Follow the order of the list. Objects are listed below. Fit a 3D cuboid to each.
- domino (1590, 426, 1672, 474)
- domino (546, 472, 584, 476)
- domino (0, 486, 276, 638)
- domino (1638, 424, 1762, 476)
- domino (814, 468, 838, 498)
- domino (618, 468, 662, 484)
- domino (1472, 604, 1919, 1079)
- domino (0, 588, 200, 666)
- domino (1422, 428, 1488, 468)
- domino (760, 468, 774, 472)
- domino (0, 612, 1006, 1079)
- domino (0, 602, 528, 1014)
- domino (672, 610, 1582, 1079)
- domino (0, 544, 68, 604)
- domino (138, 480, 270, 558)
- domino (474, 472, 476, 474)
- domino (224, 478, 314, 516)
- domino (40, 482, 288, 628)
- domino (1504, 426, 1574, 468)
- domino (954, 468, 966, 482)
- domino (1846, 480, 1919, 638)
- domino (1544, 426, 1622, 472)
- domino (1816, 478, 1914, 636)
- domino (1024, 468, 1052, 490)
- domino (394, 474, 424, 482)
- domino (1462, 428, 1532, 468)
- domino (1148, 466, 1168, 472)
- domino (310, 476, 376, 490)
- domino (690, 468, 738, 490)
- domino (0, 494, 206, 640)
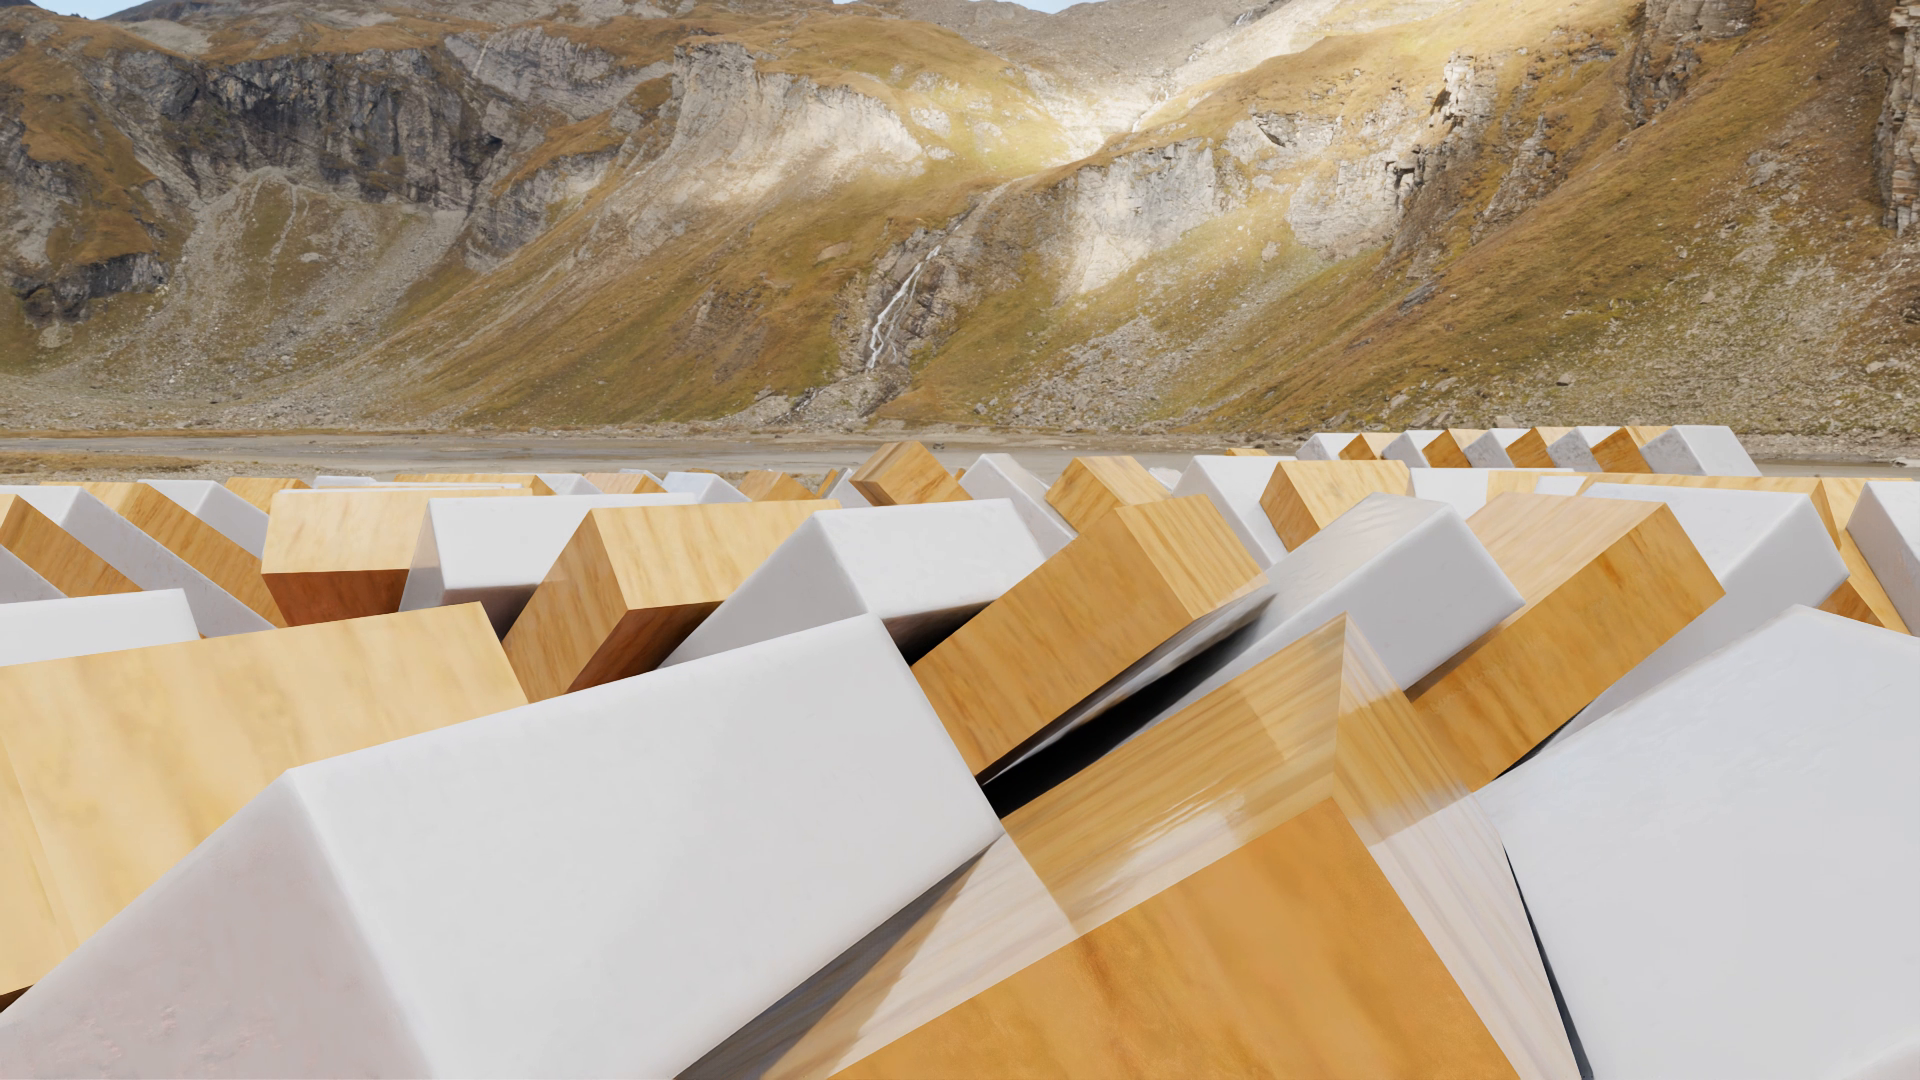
[{"bbox_3d":[0.166,-0.003,0.290,0.025,0.050,0.009,-3,-29,-35],"label":"domino"},{"bbox_3d":[-0.082,0.000,0.325,0.050,0.009,0.025,37,-18,-32],"label":"domino"},{"bbox_3d":[-0.141,0.008,0.214,0.025,0.009,0.050,1,-30,12],"label":"domino"},{"bbox_3d":[0.172,-0.002,0.280,0.025,0.050,0.010,-3,-29,-35],"label":"domino"},{"bbox_3d":[-0.018,-0.002,0.361,0.050,0.009,0.025,33,0,-8],"label":"domino"},{"bbox_3d":[-0.068,-0.001,0.337,0.050,0.010,0.025,36,-13,-26],"label":"domino"},{"bbox_3d":[0.012,0.021,0.041,0.050,0.009,0.025,-35,-2,11],"label":"domino"},{"bbox_3d":[-0.058,0.020,0.061,0.050,0.009,0.025,-37,-17,31],"label":"domino"},{"bbox_3d":[0.142,-0.005,0.331,0.025,0.050,0.009,-2,-31,-35],"label":"domino"},{"bbox_3d":[-0.035,-0.002,0.355,0.050,0.009,0.025,34,-4,-13],"label":"domino"},{"bbox_3d":[-0.025,0.021,0.046,0.050,0.009,0.025,-35,-10,23],"label":"domino"},{"bbox_3d":[-0.042,0.021,0.053,0.050,0.009,0.025,-36,-14,27],"label":"domino"},{"bbox_3d":[-0.007,0.021,0.042,0.050,0.009,0.025,-35,-6,17],"label":"domino"},{"bbox_3d":[-0.138,0.011,0.177,0.025,0.010,0.050,0,-29,-2],"label":"domino"},{"bbox_3d":[-0.134,0.006,0.251,0.025,0.009,0.050,2,-29,30],"label":"domino"},{"bbox_3d":[-0.095,0.001,0.312,0.025,0.009,0.050,5,-27,49],"label":"domino"},{"bbox_3d":[-0.126,0.005,0.267,0.025,0.009,0.050,3,-29,34],"label":"domino"},{"bbox_3d":[-0.139,0.007,0.233,0.025,0.009,0.050,2,-30,21],"label":"domino"},{"bbox_3d":[0.155,-0.004,0.311,0.025,0.050,0.009,-3,-29,-36],"label":"domino"},{"bbox_3d":[0.018,-0.003,0.366,0.050,0.009,0.025,34,4,-1],"label":"domino"},{"bbox_3d":[0.152,0.010,0.184,0.025,0.009,0.050,1,39,9],"label":"domino"},{"bbox_3d":[0.160,-0.003,0.300,0.025,0.050,0.009,-3,-29,-35],"label":"domino"},{"bbox_3d":[0.150,0.009,0.203,0.025,0.010,0.050,0,40,0],"label":"domino"},{"bbox_3d":[0.037,-0.003,0.366,0.050,0.009,0.025,34,7,3],"label":"domino"},{"bbox_3d":[-0.106,0.002,0.298,0.025,0.009,0.050,4,-28,43],"label":"domino"},{"bbox_3d":[0.149,-0.005,0.321,0.025,0.050,0.010,-3,-30,-36],"label":"domino"},{"bbox_3d":[0.074,-0.003,0.363,0.050,0.010,0.025,36,14,12],"label":"domino"},{"bbox_3d":[-0.117,0.003,0.283,0.025,0.010,0.050,4,-28,40],"label":"domino"},{"bbox_3d":[-0.052,-0.002,0.348,0.050,0.009,0.025,35,-8,-19],"label":"domino"},{"bbox_3d":[-0.140,0.010,0.195,0.025,0.009,0.050,0,-30,4],"label":"domino"}]
